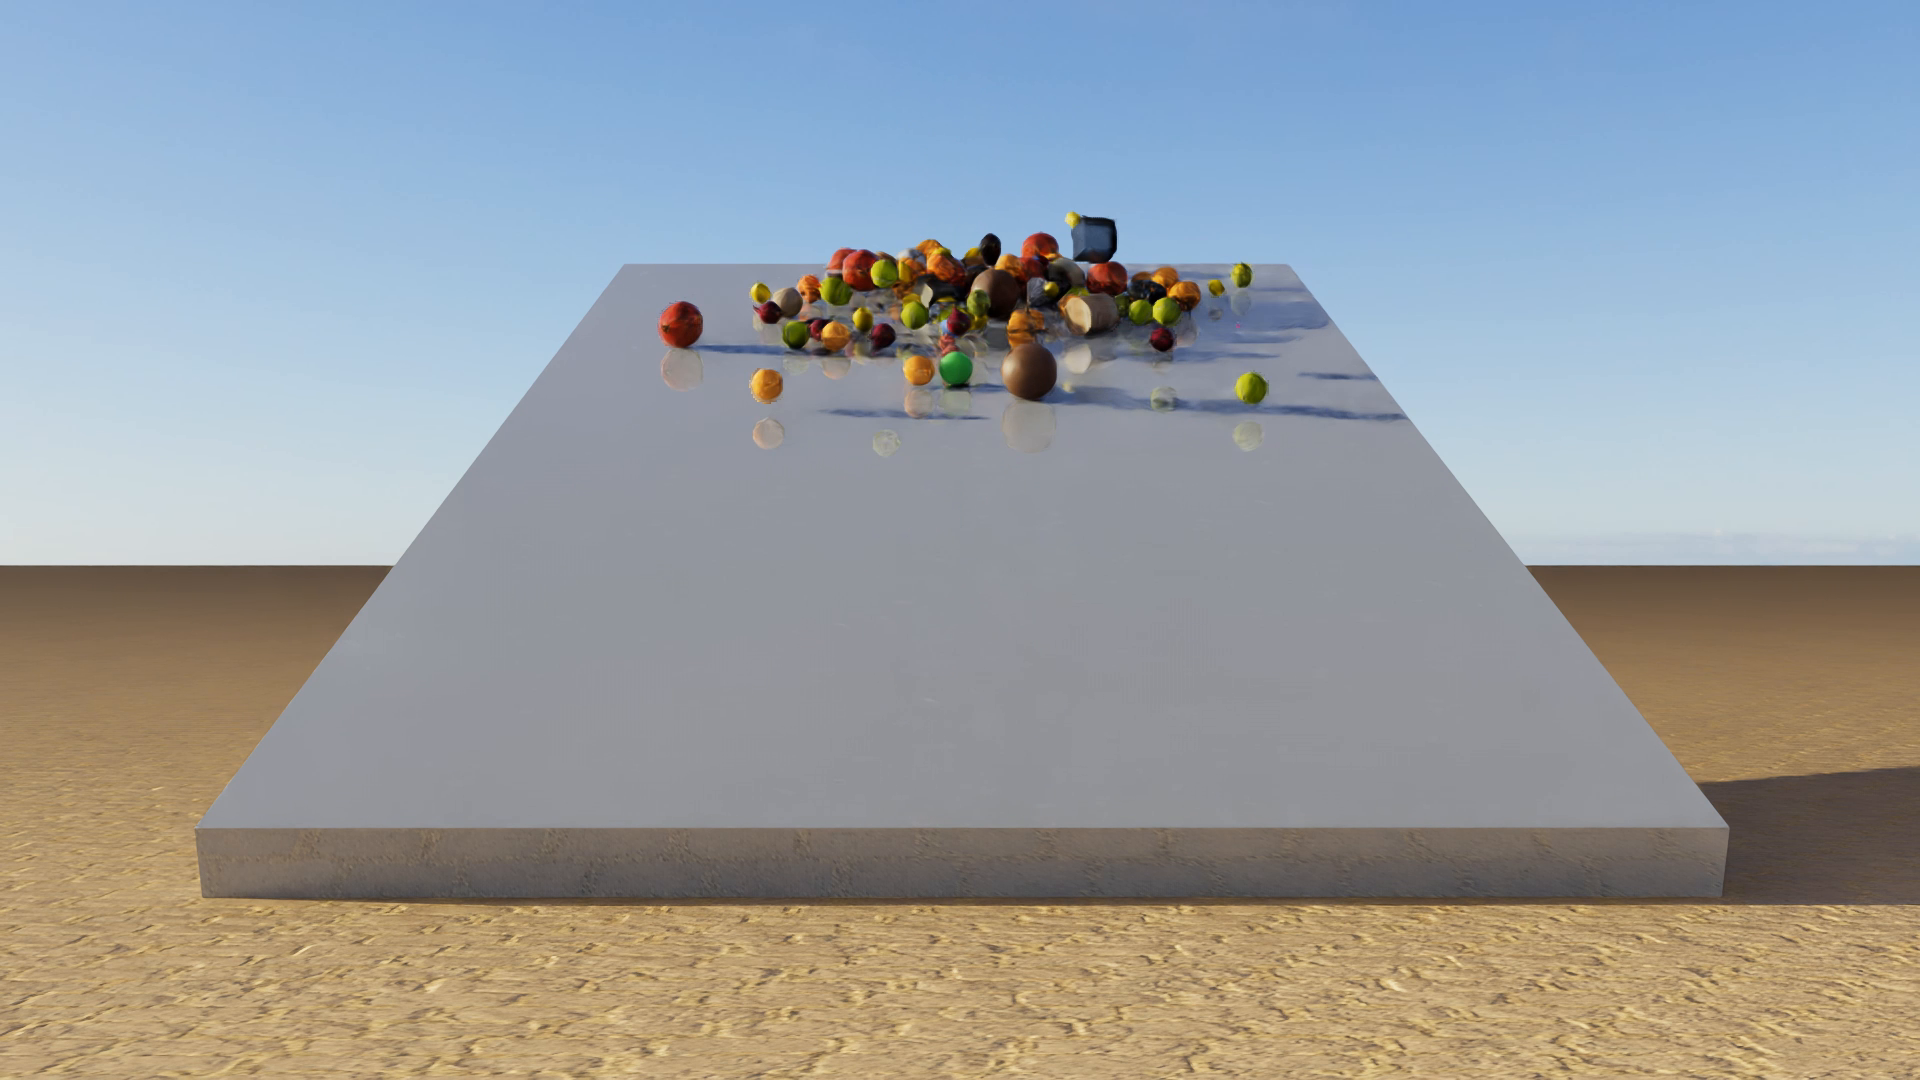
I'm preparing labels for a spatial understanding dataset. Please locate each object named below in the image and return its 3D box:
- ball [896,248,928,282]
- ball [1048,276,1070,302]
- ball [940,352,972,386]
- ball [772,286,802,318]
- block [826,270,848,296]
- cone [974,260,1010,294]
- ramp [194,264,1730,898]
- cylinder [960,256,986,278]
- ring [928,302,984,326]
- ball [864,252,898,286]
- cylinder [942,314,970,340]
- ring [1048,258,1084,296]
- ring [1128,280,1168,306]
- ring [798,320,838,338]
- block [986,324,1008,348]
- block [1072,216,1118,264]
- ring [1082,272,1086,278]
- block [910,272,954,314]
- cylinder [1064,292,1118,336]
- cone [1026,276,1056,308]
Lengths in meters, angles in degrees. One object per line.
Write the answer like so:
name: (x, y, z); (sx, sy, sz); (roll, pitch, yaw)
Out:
ball: (-0.141, -0.793, 6.430); (0.096, 0.096, 0.096); (0, 0, 0)
ball: (0.272, -0.696, 6.173); (0.070, 0.070, 0.070); (0, 0, 0)
ball: (-0.010, -0.402, 5.231); (0.078, 0.078, 0.078); (0, 0, 0)
ball: (-0.461, -0.635, 5.956); (0.083, 0.083, 0.083); (0, 0, 0)
block: (-0.347, -0.725, 6.280); (0.059, 0.059, 0.059); (-2, 18, -7)
cone: (0.084, -0.741, 6.246); (0.095, 0.095, 0.095); (6, -2, -11)
ramp: (-0.003, -0.181, 4.827); (2.000, 0.100, 4.000); (0, 18, 0)
cylinder: (0.039, -0.784, 6.405); (0.058, 0.058, 0.058); (-6, 1, -18)
ring: (-0.011, -0.600, 5.901); (0.146, 0.049, 0.146); (4, 15, -1)
ball: (-0.225, -0.777, 6.388); (0.095, 0.095, 0.095); (0, 0, 0)
cylinder: (-0.011, -0.537, 5.615); (0.052, 0.052, 0.052); (-17, -11, 35)
ring: (0.295, -0.734, 6.231); (0.113, 0.113, 0.038); (0, 22, 41)
ring: (0.498, -0.656, 5.918); (0.109, 0.036, 0.109); (8, 31, -5)
ring: (-0.367, -0.546, 5.757); (0.104, 0.035, 0.104); (-1, 18, 0)
block: (0.093, -0.516, 5.630); (0.052, 0.052, 0.052); (0, 20, 1)
block: (0.362, -0.809, 6.021); (0.091, 0.091, 0.091); (3, -17, -18)
ring: (0.326, -0.768, 6.476); (0.078, 0.026, 0.078); (-1, 18, 0)
block: (-0.075, -0.667, 6.025); (0.073, 0.073, 0.073); (-12, 50, -40)
cylinder: (0.339, -0.585, 5.775); (0.099, 0.099, 0.099); (-16, 10, -40)
cone: (0.203, -0.660, 6.111); (0.087, 0.087, 0.087); (0, 40, 41)
